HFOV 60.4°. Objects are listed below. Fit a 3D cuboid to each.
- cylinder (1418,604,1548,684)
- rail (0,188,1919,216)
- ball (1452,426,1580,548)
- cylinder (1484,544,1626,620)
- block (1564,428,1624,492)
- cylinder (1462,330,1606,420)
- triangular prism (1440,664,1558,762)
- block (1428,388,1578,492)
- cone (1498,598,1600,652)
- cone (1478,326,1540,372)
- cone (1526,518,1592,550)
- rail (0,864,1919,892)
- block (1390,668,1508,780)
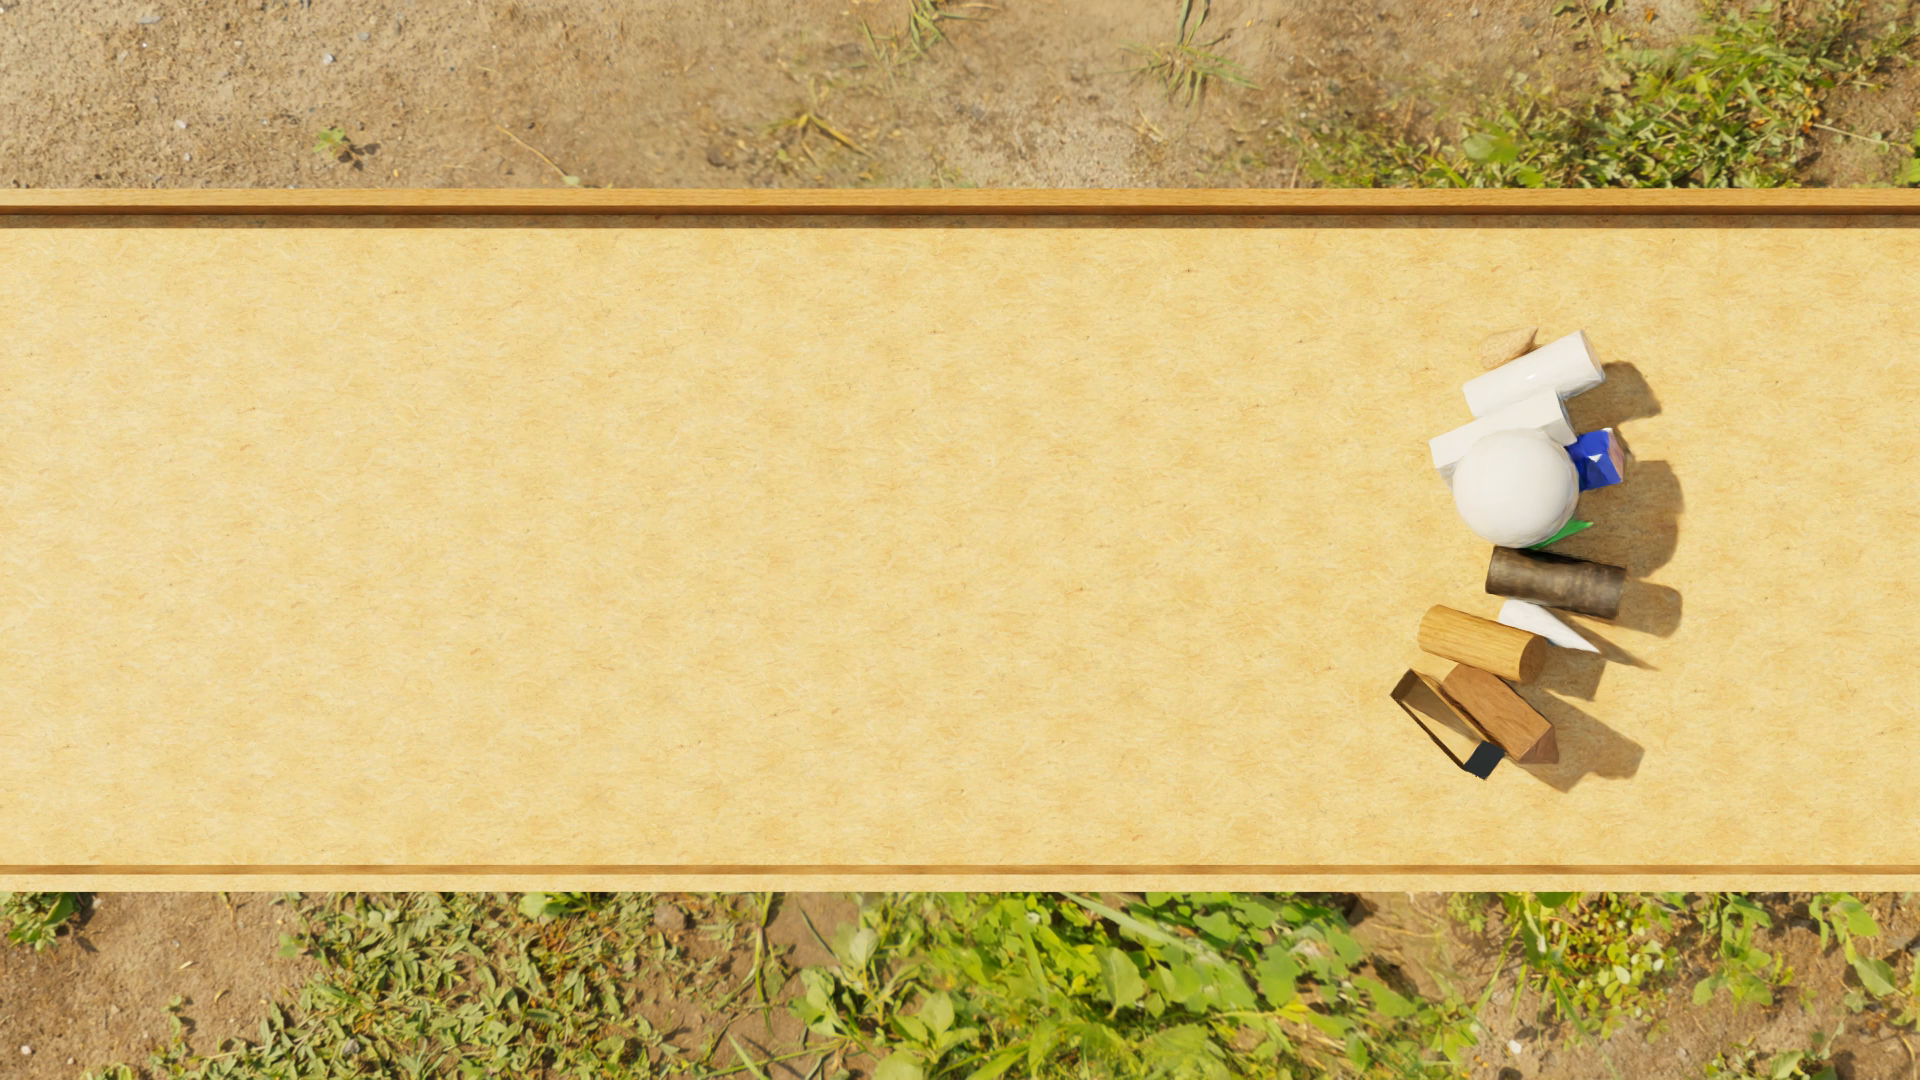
[{"bbox_3d":[1.550,0.308,4.899,0.150,0.342,0.150,-14,112,-38],"label":"cylinder"},{"bbox_3d":[-2.247,-1.025,5.002,12.000,0.150,0.050,0,90,0],"label":"rail"},{"bbox_3d":[1.585,-0.150,4.706,0.346,0.346,0.346,0,90,0],"label":"ball"},{"bbox_3d":[1.774,0.122,4.918,0.373,0.157,0.157,13,90,21],"label":"cylinder"},{"bbox_3d":[1.744,-0.204,4.894,0.400,0.116,0.116,-15,124,36],"label":"block"},{"bbox_3d":[1.709,-0.469,4.914,0.364,0.172,0.172,-26,90,29],"label":"cylinder"},{"bbox_3d":[1.598,0.487,4.851,0.144,0.412,0.125,3,115,-21],"label":"triangular prism"},{"bbox_3d":[1.608,-0.294,4.895,0.388,0.121,0.121,-24,133,27],"label":"block"},{"bbox_3d":[1.776,0.279,4.902,0.150,0.321,0.150,-11,113,-28],"label":"cone"},{"bbox_3d":[1.668,-0.594,4.909,0.143,0.316,0.143,0,81,-2],"label":"cone"},{"bbox_3d":[1.748,-0.037,4.856,0.152,0.418,0.152,1,87,-12],"label":"cone"},{"bbox_3d":[-2.247,1.025,5.001,12.000,0.150,0.050,0,90,0],"label":"rail"},{"bbox_3d":[1.435,0.538,4.866,0.105,0.405,0.105,24,106,-27],"label":"block"}]
